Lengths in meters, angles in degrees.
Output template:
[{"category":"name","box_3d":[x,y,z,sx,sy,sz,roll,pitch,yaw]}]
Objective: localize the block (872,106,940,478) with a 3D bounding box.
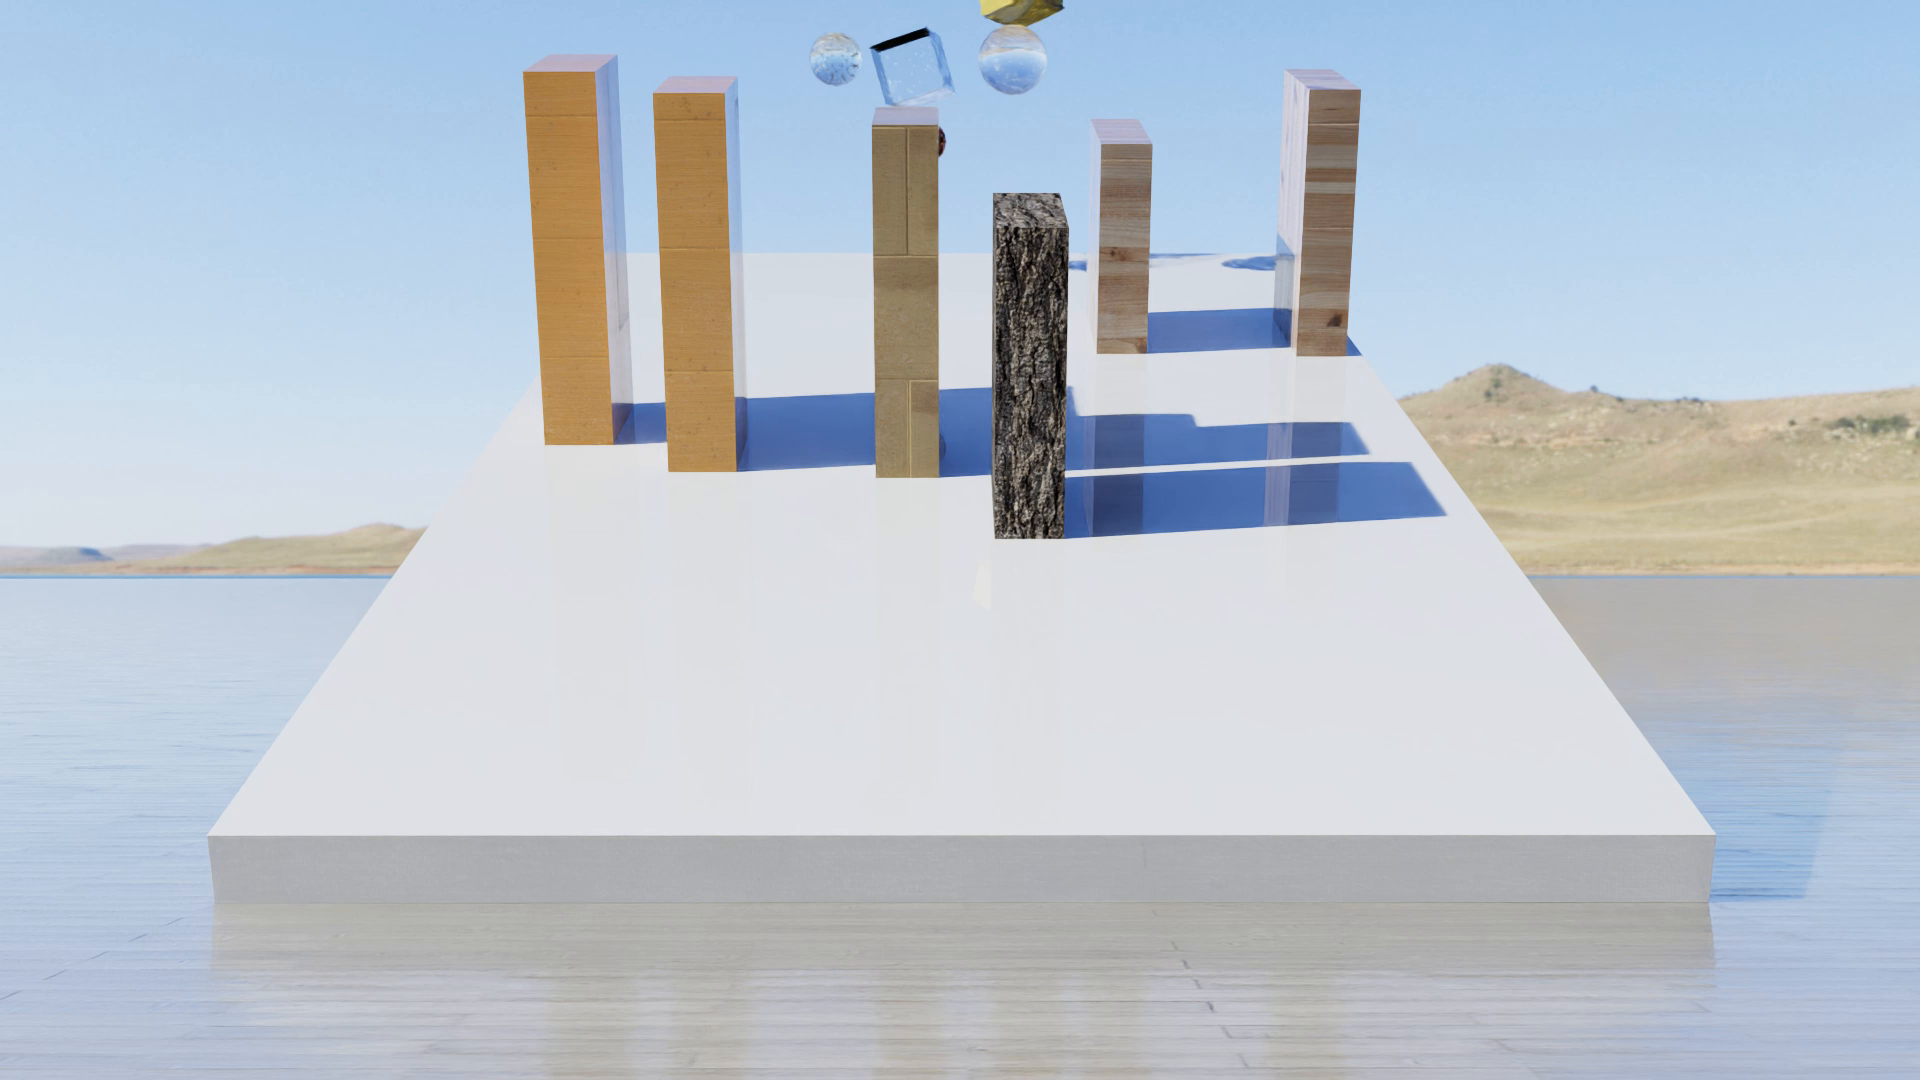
[{"category":"block","box_3d":[-0.107,-0.503,4.542,0.128,0.709,0.259,0,18,0]}]

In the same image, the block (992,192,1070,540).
[{"category":"block","box_3d":[0.128,-0.336,4.241,0.129,0.581,0.370,0,18,0]}]

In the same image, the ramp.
[{"category":"ramp","box_3d":[-0.004,-0.190,4.884,2.000,0.100,4.000,0,18,0]}]

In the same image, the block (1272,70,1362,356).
[{"category":"block","box_3d":[0.889,-0.827,5.619,0.123,0.649,0.422,0,18,0]}]

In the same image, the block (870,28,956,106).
[{"category":"block","box_3d":[-0.135,-1.361,6.499,0.176,0.176,0.176,-16,0,13]}]

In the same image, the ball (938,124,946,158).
[{"category":"ball","box_3d":[-0.105,-1.139,6.405,0.130,0.130,0.130,0,-1,0]}]

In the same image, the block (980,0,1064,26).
[{"category":"block","box_3d":[0.165,-1.552,6.276,0.165,0.165,0.165,-17,-14,38]}]

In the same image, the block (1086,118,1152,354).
[{"category":"block","box_3d":[0.400,-0.775,5.670,0.124,0.517,0.440,0,18,0]}]

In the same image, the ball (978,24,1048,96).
[{"category":"ball","box_3d":[0.149,-1.348,6.293,0.195,0.195,0.195,0,-1,0]}]

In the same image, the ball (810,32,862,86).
[{"category":"ball","box_3d":[-0.346,-1.337,6.230,0.147,0.147,0.147,0,-1,0]}]

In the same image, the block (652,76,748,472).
[{"category":"block","box_3d":[-0.525,-0.544,4.577,0.139,0.764,0.276,0,18,0]}]

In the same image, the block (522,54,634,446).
[{"category":"block","box_3d":[-0.808,-0.622,4.783,0.145,0.781,0.319,0,18,0]}]
